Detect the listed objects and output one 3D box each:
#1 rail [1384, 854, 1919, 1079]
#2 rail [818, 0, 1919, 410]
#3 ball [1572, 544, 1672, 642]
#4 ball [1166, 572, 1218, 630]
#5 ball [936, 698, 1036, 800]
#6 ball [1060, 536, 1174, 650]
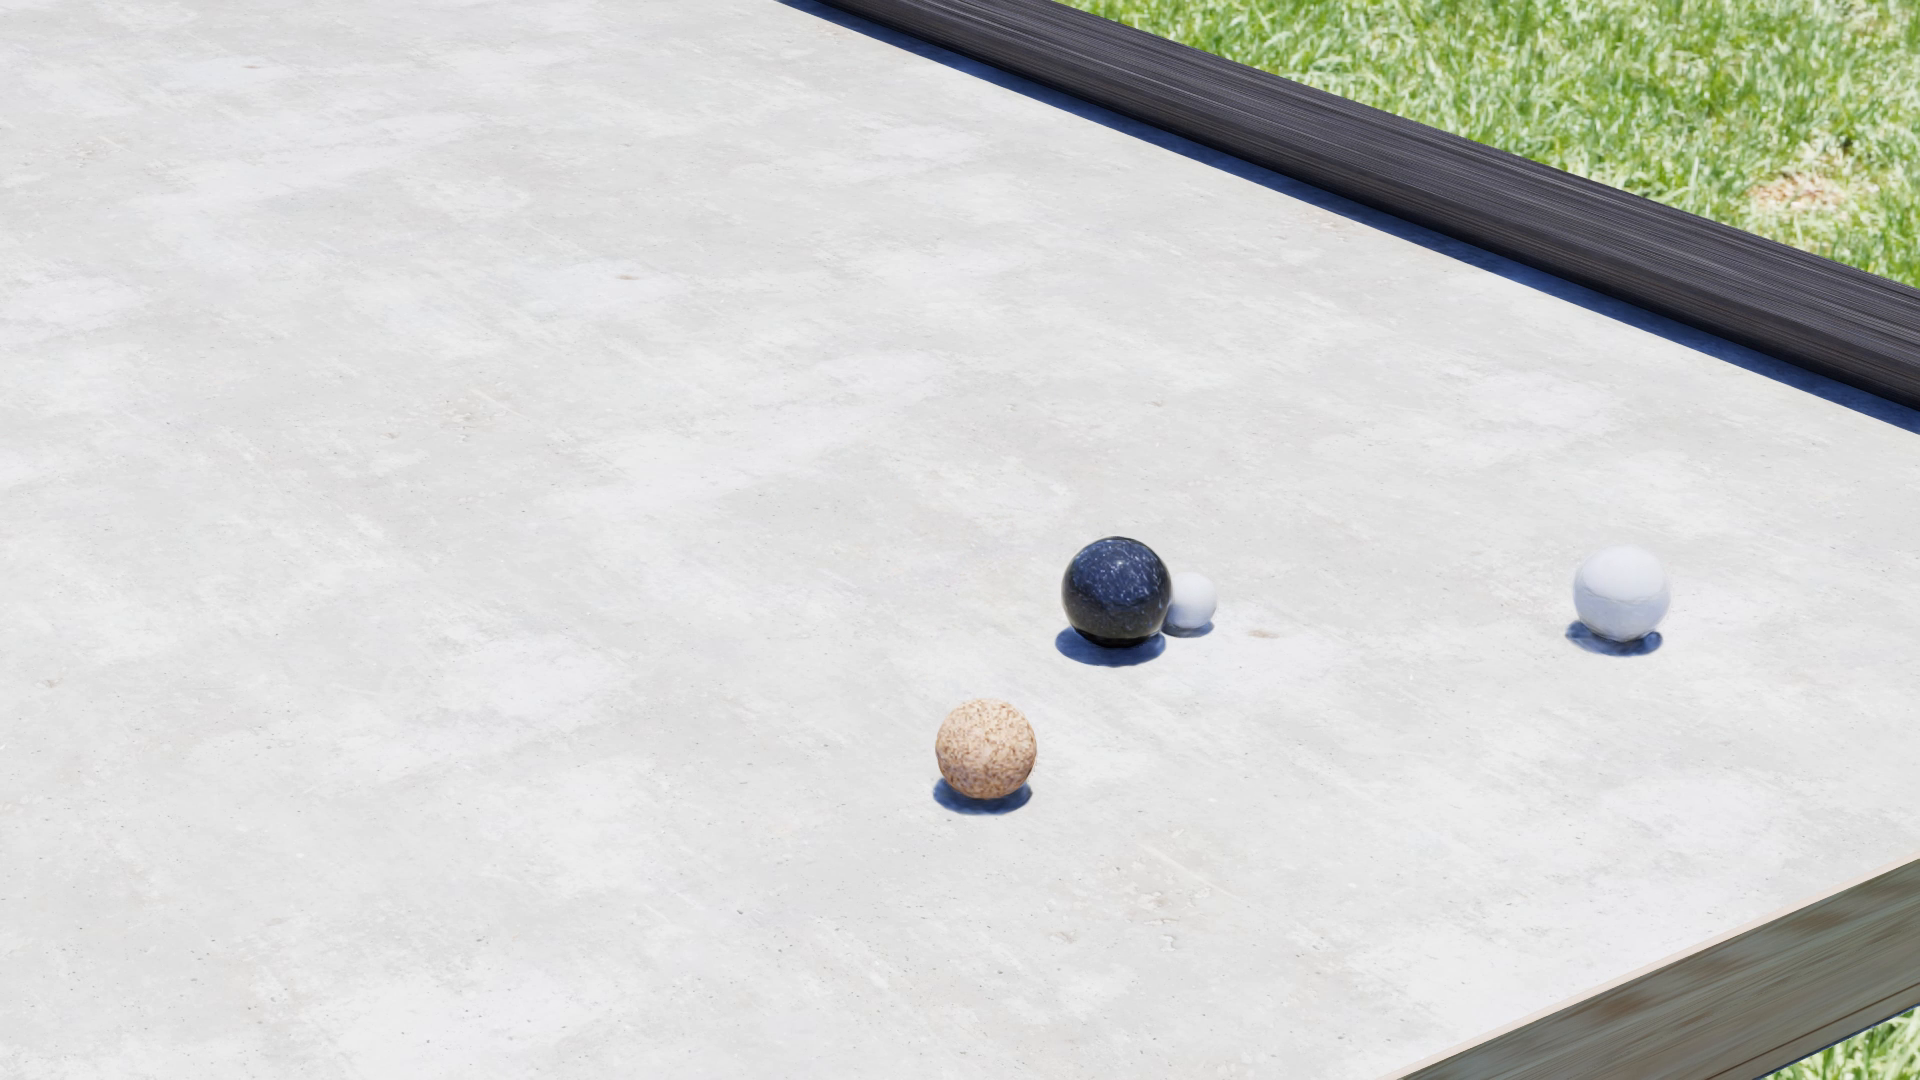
[{"bbox_3d":[0.444,0.244,1.656,1.816,0.108,0.045,-15,28,-31],"label":"rail"},{"bbox_3d":[0.276,-0.492,3.334,0.045,0.108,3.273,-15,28,-31],"label":"rail"},{"bbox_3d":[0.489,0.039,2.171,0.073,0.073,0.073,0,24,0],"label":"ball"},{"bbox_3d":[0.171,0.045,2.193,0.043,0.043,0.043,0,24,0],"label":"ball"},{"bbox_3d":[0.017,0.138,1.950,0.068,0.068,0.068,0,24,0],"label":"ball"},{"bbox_3d":[0.115,0.038,2.158,0.083,0.083,0.083,0,24,0],"label":"ball"}]
